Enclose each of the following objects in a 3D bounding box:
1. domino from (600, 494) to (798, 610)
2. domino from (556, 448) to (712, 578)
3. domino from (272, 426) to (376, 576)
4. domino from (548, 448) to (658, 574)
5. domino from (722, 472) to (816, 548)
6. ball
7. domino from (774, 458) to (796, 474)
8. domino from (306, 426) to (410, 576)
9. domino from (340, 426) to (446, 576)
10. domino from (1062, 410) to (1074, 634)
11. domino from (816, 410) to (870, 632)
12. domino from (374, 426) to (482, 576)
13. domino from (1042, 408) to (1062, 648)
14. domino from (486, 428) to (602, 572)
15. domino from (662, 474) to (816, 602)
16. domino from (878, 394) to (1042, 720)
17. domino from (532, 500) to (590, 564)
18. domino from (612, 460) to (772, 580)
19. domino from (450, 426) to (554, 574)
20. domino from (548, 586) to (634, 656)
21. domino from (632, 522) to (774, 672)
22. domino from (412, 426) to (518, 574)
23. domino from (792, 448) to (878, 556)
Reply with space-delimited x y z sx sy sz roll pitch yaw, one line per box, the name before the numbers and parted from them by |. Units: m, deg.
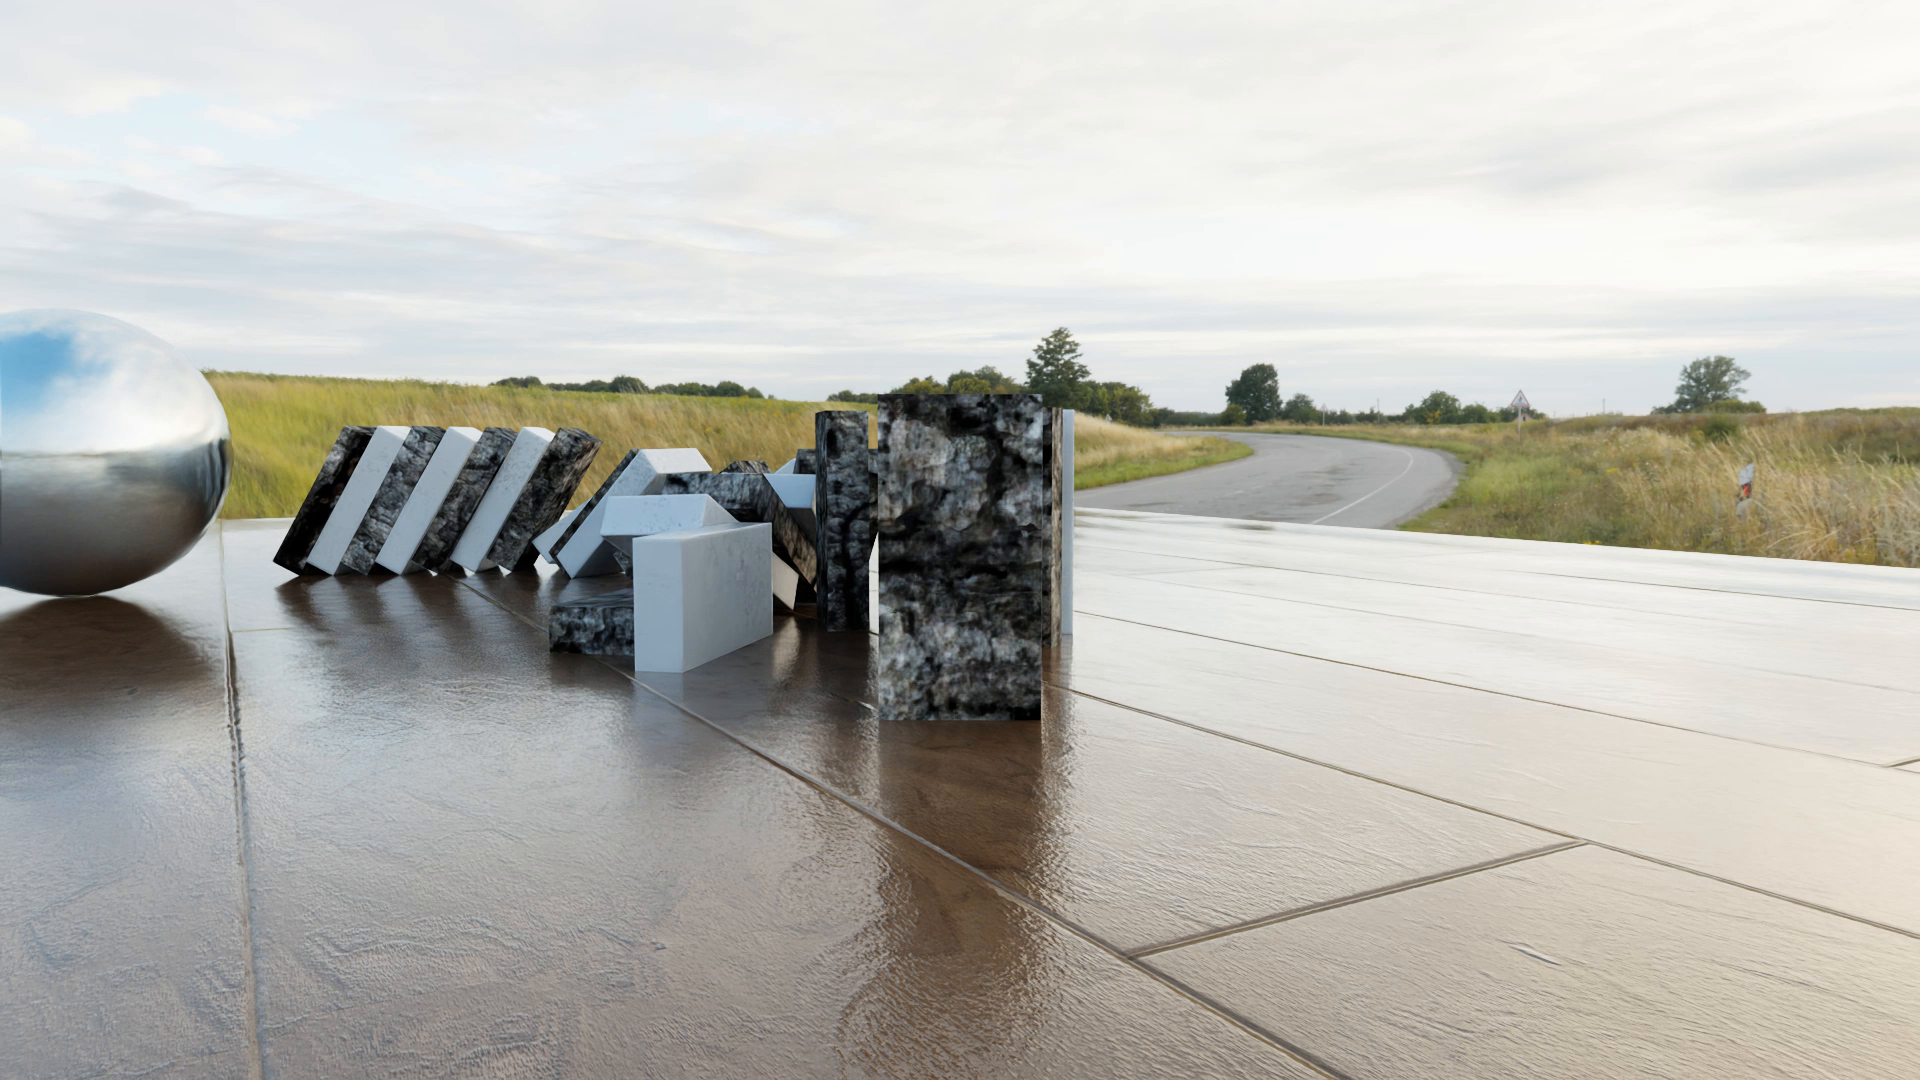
domino | -0.060 0.004 0.305 0.025 0.009 0.050 -1 -23 18
domino | -0.103 -0.008 0.406 0.050 0.009 0.025 -45 -17 25
domino | -0.206 -0.014 0.425 0.010 0.050 0.025 29 2 -5
domino | -0.110 -0.010 0.422 0.050 0.009 0.025 -45 -17 23
domino | -0.045 -0.001 0.340 0.025 0.010 0.050 2 -28 10
ball | -0.248 -0.024 0.357 0.080 0.080 0.080 0 4 0
domino | -0.065 -0.007 0.405 0.050 0.009 0.025 -36 -6 11
domino | -0.195 -0.014 0.425 0.010 0.050 0.025 29 2 -5
domino | -0.184 -0.014 0.426 0.009 0.050 0.025 29 2 -5
domino | 0.013 -0.004 0.290 0.025 0.050 0.009 0 4 4
domino | -0.028 -0.005 0.303 0.010 0.050 0.025 -1 4 -12
domino | -0.174 -0.013 0.427 0.010 0.050 0.025 30 2 -5
domino | 0.008 -0.003 0.273 0.025 0.050 0.009 1 4 17
domino | -0.141 -0.014 0.437 0.010 0.050 0.025 30 3 -4
domino | -0.053 0.000 0.323 0.025 0.010 0.050 1 -28 16
domino | 0.000 0.002 0.201 0.025 0.050 0.009 0 4 0
domino | -0.122 -0.010 0.443 0.050 0.009 0.025 -37 2 -5
domino | -0.083 -0.007 0.405 0.050 0.009 0.025 -36 -4 11
domino | -0.152 -0.014 0.433 0.010 0.050 0.025 30 3 -4
domino | -0.066 0.017 0.283 0.025 0.010 0.050 1 4 13
domino | -0.051 0.010 0.263 0.009 0.025 0.050 1 4 11
domino | -0.163 -0.014 0.430 0.009 0.050 0.025 30 2 -5
domino | -0.036 -0.005 0.363 0.025 0.009 0.050 -1 -39 -19
